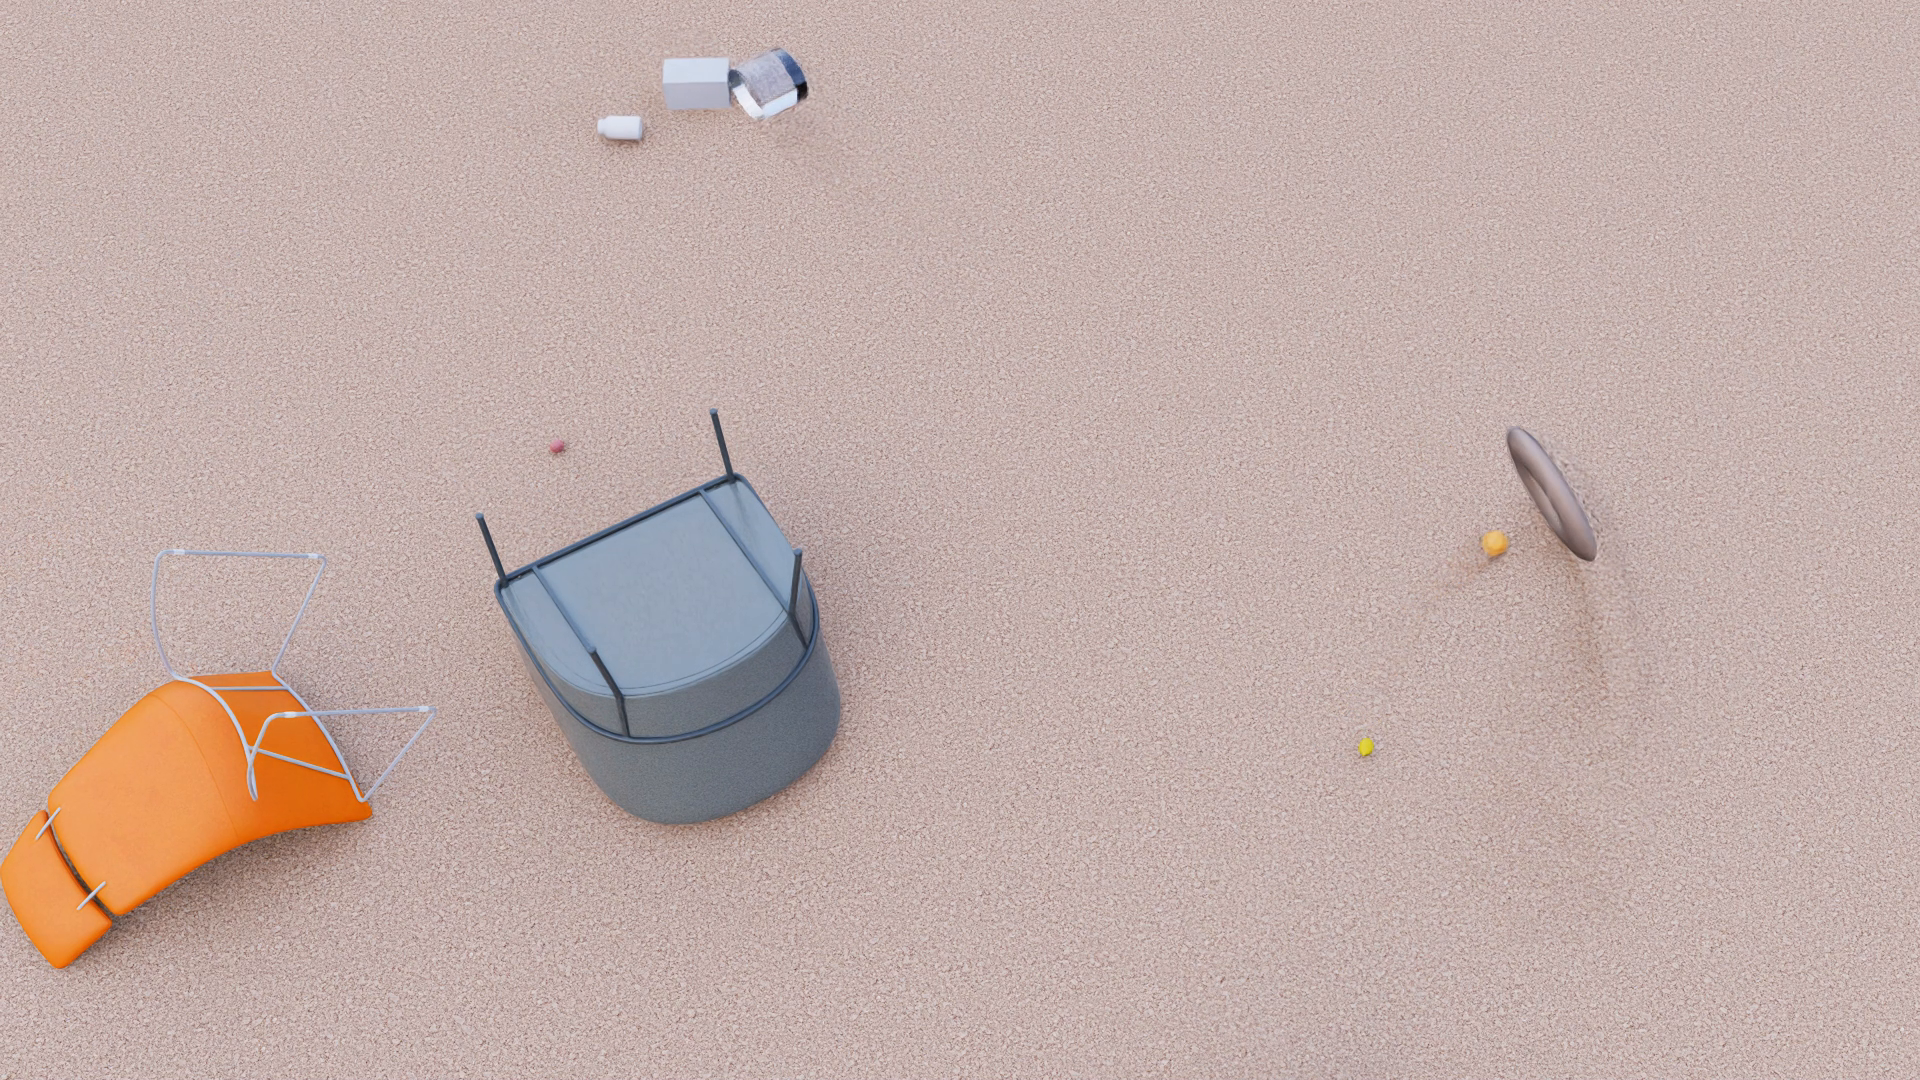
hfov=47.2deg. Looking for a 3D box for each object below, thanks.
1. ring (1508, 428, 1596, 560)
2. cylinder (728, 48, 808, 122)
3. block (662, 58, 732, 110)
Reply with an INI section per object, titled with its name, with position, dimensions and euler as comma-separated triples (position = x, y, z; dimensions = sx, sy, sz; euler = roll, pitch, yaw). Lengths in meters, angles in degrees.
[ring]
position = 1.726, -0.133, 6.413
dimensions = 0.066, 0.466, 0.436
euler = -31, 43, 6
[cylinder]
position = -0.654, -1.557, 7.511
dimensions = 0.179, 0.177, 0.226
euler = -31, 54, -19
[block]
position = -0.901, -1.567, 7.551
dimensions = 0.218, 0.124, 0.114
euler = -1, 56, -1
